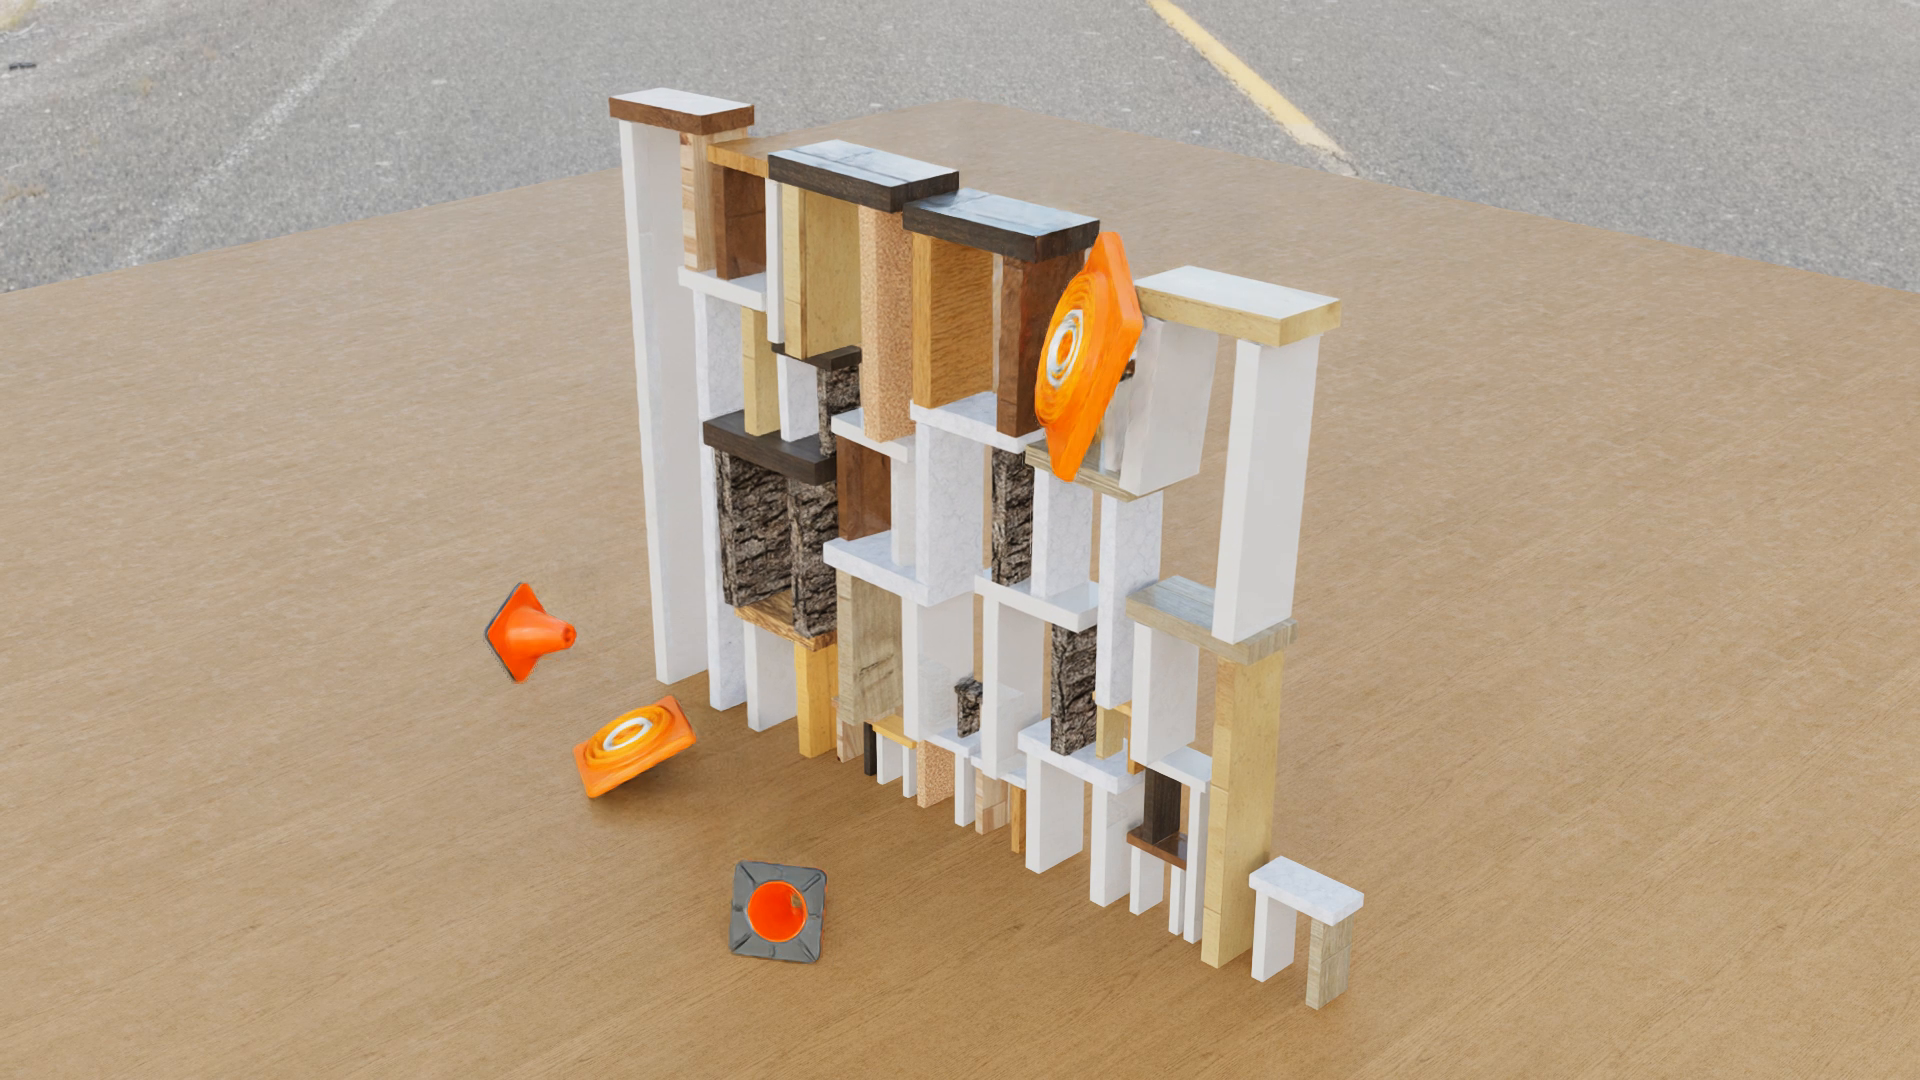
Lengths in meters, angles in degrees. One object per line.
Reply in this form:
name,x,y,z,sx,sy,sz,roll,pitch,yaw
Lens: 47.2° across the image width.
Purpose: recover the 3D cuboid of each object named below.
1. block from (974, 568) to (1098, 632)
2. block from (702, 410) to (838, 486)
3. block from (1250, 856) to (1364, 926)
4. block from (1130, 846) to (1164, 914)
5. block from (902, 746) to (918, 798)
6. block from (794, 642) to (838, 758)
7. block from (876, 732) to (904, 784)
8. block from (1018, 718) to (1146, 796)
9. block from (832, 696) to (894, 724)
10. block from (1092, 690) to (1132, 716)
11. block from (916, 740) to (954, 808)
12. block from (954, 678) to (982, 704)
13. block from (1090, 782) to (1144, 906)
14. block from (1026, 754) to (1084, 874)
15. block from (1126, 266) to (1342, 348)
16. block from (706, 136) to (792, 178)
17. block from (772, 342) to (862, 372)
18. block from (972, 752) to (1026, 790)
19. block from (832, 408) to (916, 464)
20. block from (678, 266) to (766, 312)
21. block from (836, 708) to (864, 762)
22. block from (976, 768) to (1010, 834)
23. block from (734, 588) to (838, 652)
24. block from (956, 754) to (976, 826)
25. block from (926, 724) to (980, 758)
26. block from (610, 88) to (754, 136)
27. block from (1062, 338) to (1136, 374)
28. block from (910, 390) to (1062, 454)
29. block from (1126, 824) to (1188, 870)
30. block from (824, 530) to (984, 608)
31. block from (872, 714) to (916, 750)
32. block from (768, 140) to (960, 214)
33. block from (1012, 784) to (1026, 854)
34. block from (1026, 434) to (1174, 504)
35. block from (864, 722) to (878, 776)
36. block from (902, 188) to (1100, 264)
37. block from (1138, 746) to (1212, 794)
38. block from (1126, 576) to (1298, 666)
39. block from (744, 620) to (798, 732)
block,0.165,0.098,4.085,0.259,0.037,0.130,21,31,40
block,-0.350,-0.200,4.521,0.348,0.049,0.174,21,31,40
block,0.603,0.610,3.832,0.179,0.025,0.090,21,31,41
block,0.350,0.623,4.110,0.020,0.143,0.072,21,31,41
block,-0.090,0.465,4.514,0.017,0.117,0.058,21,31,41
block,-0.285,0.322,4.670,0.129,0.257,0.036,-21,29,-40
block,-0.145,0.444,4.565,0.017,0.117,0.059,21,31,41
block,0.243,0.398,4.136,0.125,0.035,0.250,-21,31,-41
block,-0.203,0.349,4.596,0.125,0.018,0.063,21,31,40
block,0.305,0.294,4.020,0.058,0.016,0.116,-20,31,-40
block,-0.050,0.459,4.476,0.080,0.159,0.023,-21,30,-40
block,0.040,0.301,4.318,0.049,0.014,0.097,-22,31,-40
block,0.302,0.553,4.137,0.125,0.250,0.035,-21,31,-41
block,0.184,0.507,4.246,0.125,0.250,0.035,-21,31,-41
block,0.442,-0.383,3.579,0.159,0.045,0.319,-20,29,-41
block,-0.384,-0.752,4.332,0.117,0.033,0.233,-18,28,-37
block,-0.283,-0.378,4.379,0.090,0.026,0.181,-21,30,-40
block,0.099,0.444,4.317,0.145,0.021,0.072,21,30,40
block,-0.133,-0.208,4.270,0.115,0.033,0.230,-19,30,-37
block,-0.439,-0.525,4.487,0.134,0.038,0.268,-20,30,-41
block,-0.231,0.403,4.652,0.018,0.125,0.063,21,31,40
block,0.065,0.508,4.377,0.072,0.145,0.021,-19,29,-38
block,-0.347,0.162,4.671,0.129,0.036,0.257,-21,31,-40
block,0.025,0.487,4.409,0.023,0.159,0.080,19,30,38
block,-0.017,0.388,4.409,0.159,0.023,0.080,19,30,38
block,-0.568,-0.875,4.484,0.284,0.040,0.142,19,29,39
block,0.256,-0.322,3.841,0.081,0.023,0.163,-8,21,-30
block,0.051,-0.227,4.064,0.270,0.038,0.135,20,30,39
block,0.384,0.561,4.047,0.143,0.020,0.072,21,31,41
block,-0.114,0.047,4.355,0.151,0.043,0.302,-21,31,-40
block,-0.118,0.393,4.513,0.117,0.017,0.058,21,31,41
block,-0.183,-0.685,4.126,0.172,0.049,0.345,-21,31,-40
block,0.134,0.536,4.312,0.072,0.145,0.021,-21,31,-41
block,0.247,-0.133,3.905,0.123,0.035,0.247,-20,32,-40
block,-0.172,0.425,4.598,0.018,0.125,0.063,21,31,40
block,0.071,-0.560,3.901,0.328,0.046,0.164,21,31,41
block,0.406,0.405,3.957,0.079,0.022,0.157,-21,31,-40
block,0.435,0.137,3.813,0.136,0.039,0.272,-21,31,-41
block,-0.404,0.276,4.780,0.036,0.257,0.129,21,31,41
